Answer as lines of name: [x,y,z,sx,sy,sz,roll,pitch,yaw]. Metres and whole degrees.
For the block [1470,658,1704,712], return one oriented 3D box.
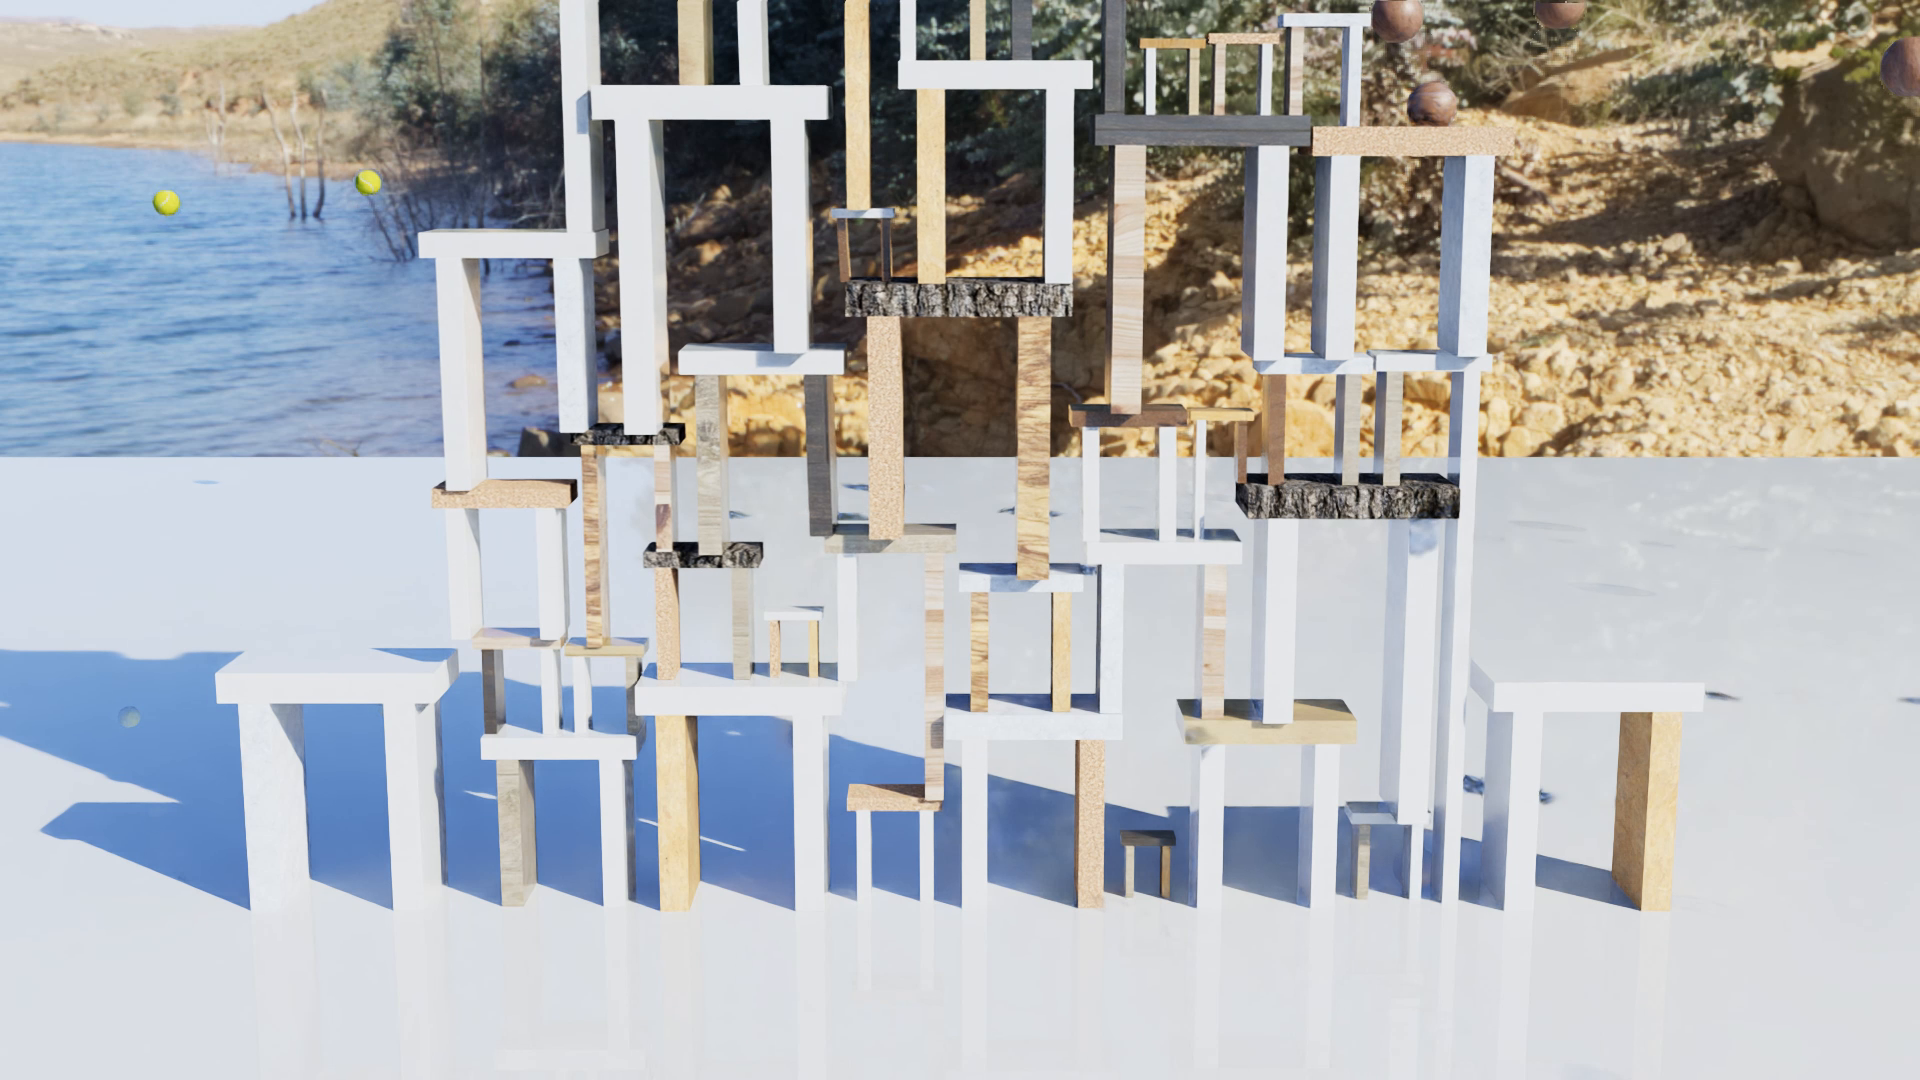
block: [1.023,0.237,3.603,0.336,0.048,0.168,0,11,0]

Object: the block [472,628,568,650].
block: [-0.716,0.160,3.586,0.142,0.020,0.071,0,11,0]

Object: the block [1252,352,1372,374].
block: [0.561,-0.282,3.503,0.177,0.025,0.089,0,11,0]

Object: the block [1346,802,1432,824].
block: [0.710,0.452,3.647,0.130,0.018,0.065,0,11,0]

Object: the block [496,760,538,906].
block: [-0.733,0.467,3.646,0.035,0.250,0.125,0,11,0]

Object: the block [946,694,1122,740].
block: [0.119,0.290,3.613,0.285,0.040,0.143,0,11,0]

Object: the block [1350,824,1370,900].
block: [0.666,0.525,3.661,0.018,0.130,0.065,0,11,0]

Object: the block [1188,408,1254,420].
block: [0.417,-0.202,3.520,0.101,0.014,0.050,1,11,0]

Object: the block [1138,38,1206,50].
block: [0.328,-0.769,3.410,0.101,0.014,0.050,0,11,0]

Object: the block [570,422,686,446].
block: [-0.532,-0.170,3.530,0.173,0.024,0.086,0,11,0]

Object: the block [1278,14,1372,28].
block: [0.564,-0.805,3.408,0.134,0.019,0.067,0,11,0]

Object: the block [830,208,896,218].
block: [-0.153,-0.516,3.465,0.099,0.014,0.050,0,11,0]

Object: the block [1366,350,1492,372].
block: [0.746,-0.287,3.501,0.182,0.026,0.091,0,11,0]

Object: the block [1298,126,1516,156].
block: [0.695,-0.625,3.442,0.309,0.044,0.154,0,11,0]

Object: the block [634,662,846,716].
block: [-0.355,0.243,3.601,0.330,0.047,0.165,0,11,0]

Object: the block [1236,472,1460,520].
block: [0.620,-0.072,3.540,0.333,0.047,0.166,0,11,0]

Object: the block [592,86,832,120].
block: [-0.382,-0.682,3.428,0.356,0.050,0.178,0,11,0]

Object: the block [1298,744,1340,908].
block: [0.593,0.454,3.641,0.039,0.278,0.139,0,11,0]

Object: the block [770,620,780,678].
block: [-0.302,0.173,3.590,0.014,0.095,0.048,0,11,0]

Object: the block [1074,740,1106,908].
block: [0.214,0.450,3.643,0.040,0.285,0.143,0,11,0]

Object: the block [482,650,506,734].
block: [-0.763,0.240,3.601,0.020,0.142,0.071,0,11,0]

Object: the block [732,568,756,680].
block: [-0.353,0.128,3.588,0.026,0.184,0.092,0,11,0]

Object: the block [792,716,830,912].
block: [-0.245,0.428,3.636,0.047,0.330,0.165,0,11,0]

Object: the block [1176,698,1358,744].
block: [0.500,0.298,3.612,0.278,0.039,0.139,0,11,0]

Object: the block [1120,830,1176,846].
block: [0.311,0.495,3.654,0.090,0.013,0.045,0,11,0]

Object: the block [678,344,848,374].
block: [-0.311,-0.289,3.506,0.258,0.037,0.129,0,11,0]

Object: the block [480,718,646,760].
block: [-0.650,0.327,3.620,0.250,0.035,0.125,0,11,0]

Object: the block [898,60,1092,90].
block: [0.054,-0.723,3.426,0.296,0.042,0.148,0,11,0]

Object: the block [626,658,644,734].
block: [-0.534,0.246,3.605,0.018,0.128,0.064,0,11,0]

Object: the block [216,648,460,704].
block: [-1.016,0.221,3.605,0.349,0.049,0.175,0,11,0]

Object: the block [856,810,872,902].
block: [-0.159,0.513,3.656,0.022,0.156,0.078,0,11,0]

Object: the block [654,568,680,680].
block: [-0.476,0.128,3.588,0.026,0.184,0.092,0,11,0]

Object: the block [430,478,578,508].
block: [-0.732,-0.075,3.541,0.214,0.030,0.107,0,11,0]

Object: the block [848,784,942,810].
block: [-0.107,0.426,3.640,0.156,0.022,0.078,0,11,0]

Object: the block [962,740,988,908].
block: [0.024,0.450,3.643,0.040,0.285,0.143,0,11,0]

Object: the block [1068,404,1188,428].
block: [0.268,-0.199,3.520,0.183,0.026,0.091,0,11,0]

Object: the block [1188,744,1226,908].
block: [0.408,0.454,3.641,0.039,0.278,0.139,0,11,0]

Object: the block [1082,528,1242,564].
block: [0.326,0.010,3.561,0.247,0.035,0.123,0,11,0]

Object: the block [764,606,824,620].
block: [-0.270,0.119,3.581,0.095,0.014,0.048,0,11,-1]

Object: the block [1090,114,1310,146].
block: [0.371,-0.641,3.438,0.329,0.047,0.164,0,11,0]

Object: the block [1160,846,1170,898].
block: [0.341,0.545,3.663,0.013,0.090,0.045,0,11,0]

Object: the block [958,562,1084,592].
block: [0.098,0.061,3.569,0.199,0.028,0.099,0,11,0]

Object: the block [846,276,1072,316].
block: [-0.001,-0.386,3.485,0.351,0.050,0.175,0,11,0]

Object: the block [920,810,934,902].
block: [-0.055,0.513,3.656,0.022,0.156,0.078,0,11,0]

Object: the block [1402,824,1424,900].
block: [0.753,0.525,3.661,0.018,0.130,0.065,0,10,0]

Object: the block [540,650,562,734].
block: [-0.669,0.240,3.601,0.020,0.142,0.071,0,11,0]

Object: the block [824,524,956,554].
block: [-0.111,-0.003,3.562,0.211,0.030,0.105,0,11,0]

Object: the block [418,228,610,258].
block: [-0.701,-0.469,3.471,0.273,0.039,0.136,0,11,0]

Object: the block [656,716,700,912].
block: [-0.465,0.428,3.636,0.047,0.330,0.165,0,11,0]

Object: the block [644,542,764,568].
block: [-0.415,0.024,3.569,0.185,0.026,0.092,0,11,0]

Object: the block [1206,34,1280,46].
block: [0.438,-0.778,3.416,0.108,0.015,0.054,0,10,0]

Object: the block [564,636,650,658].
block: [-0.576,0.175,3.592,0.128,0.018,0.064,0,11,1]

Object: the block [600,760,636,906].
block: [-0.567,0.467,3.646,0.035,0.250,0.125,0,11,0]

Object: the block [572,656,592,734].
block: [-0.619,0.246,3.605,0.018,0.128,0.064,0,11,0]

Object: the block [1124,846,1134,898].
block: [0.281,0.545,3.663,0.013,0.090,0.045,0,11,0]
